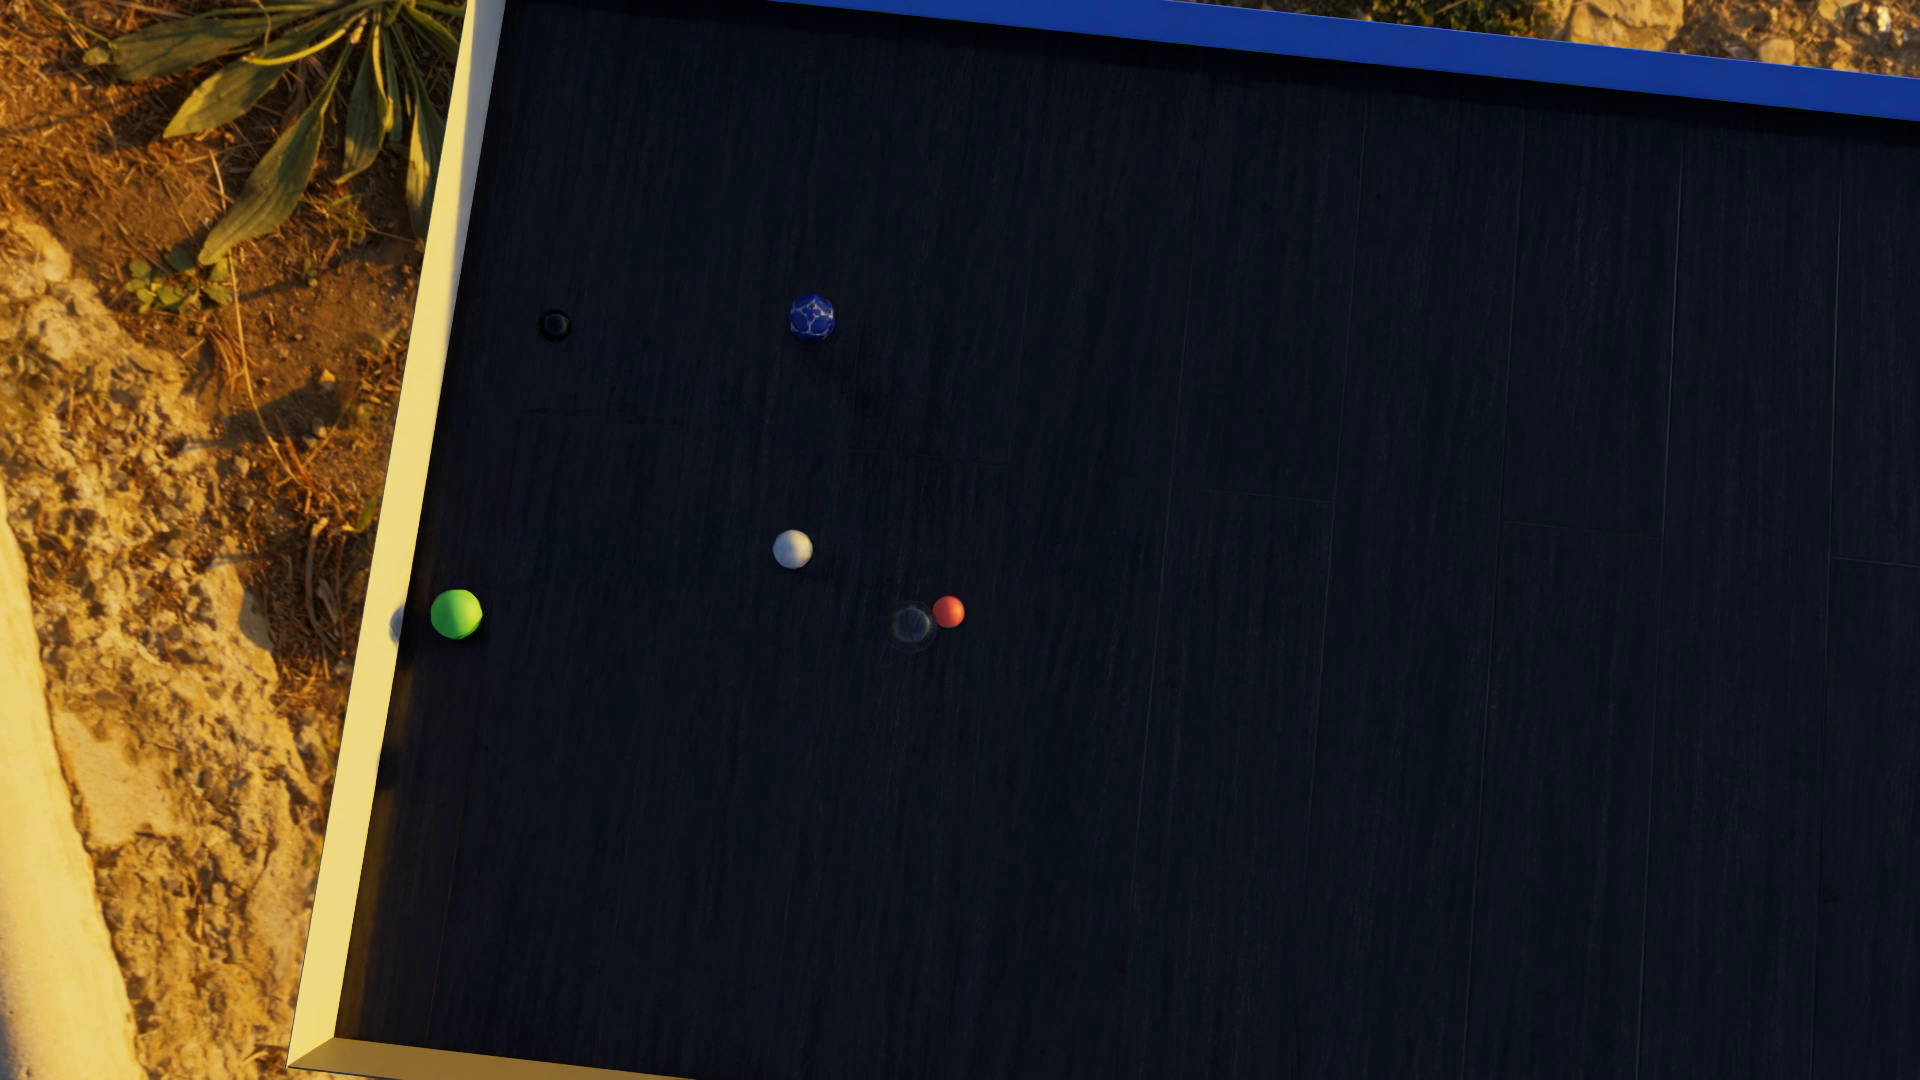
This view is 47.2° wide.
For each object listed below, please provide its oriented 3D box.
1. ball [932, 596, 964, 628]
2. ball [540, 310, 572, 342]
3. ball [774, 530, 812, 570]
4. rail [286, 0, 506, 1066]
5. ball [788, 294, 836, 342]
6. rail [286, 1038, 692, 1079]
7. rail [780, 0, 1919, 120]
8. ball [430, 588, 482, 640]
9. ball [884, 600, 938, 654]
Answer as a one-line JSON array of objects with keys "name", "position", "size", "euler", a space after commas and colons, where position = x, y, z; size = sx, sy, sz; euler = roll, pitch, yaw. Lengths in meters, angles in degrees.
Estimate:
[{"name": "ball", "position": [-0.017, 0.107, 3.291], "size": [0.048, 0.048, 0.048], "euler": [0, 78, 0]}, {"name": "ball", "position": [-0.622, -0.329, 3.381], "size": [0.049, 0.049, 0.049], "euler": [0, 78, 0]}, {"name": "ball", "position": [-0.251, 0.014, 3.305], "size": [0.060, 0.060, 0.060], "euler": [0, 78, 0]}, {"name": "rail", "position": [-0.825, -0.095, 3.305], "size": [0.045, 0.102, 1.742], "euler": [6, 78, 1]}, {"name": "ball", "position": [-0.227, -0.340, 3.371], "size": [0.074, 0.074, 0.074], "euler": [0, 78, 0]}, {"name": "rail", "position": [0.753, 0.914, 3.096], "size": [3.414, 0.102, 0.045], "euler": [6, 78, 1]}, {"name": "rail", "position": [0.943, -0.735, 3.437], "size": [3.414, 0.102, 0.045], "euler": [6, 78, 1]}, {"name": "ball", "position": [-0.751, 0.110, 3.277], "size": [0.076, 0.076, 0.076], "euler": [0, 78, 0]}, {"name": "ball", "position": [-0.074, 0.129, 3.271], "size": [0.079, 0.079, 0.079], "euler": [0, 78, 0]}]
